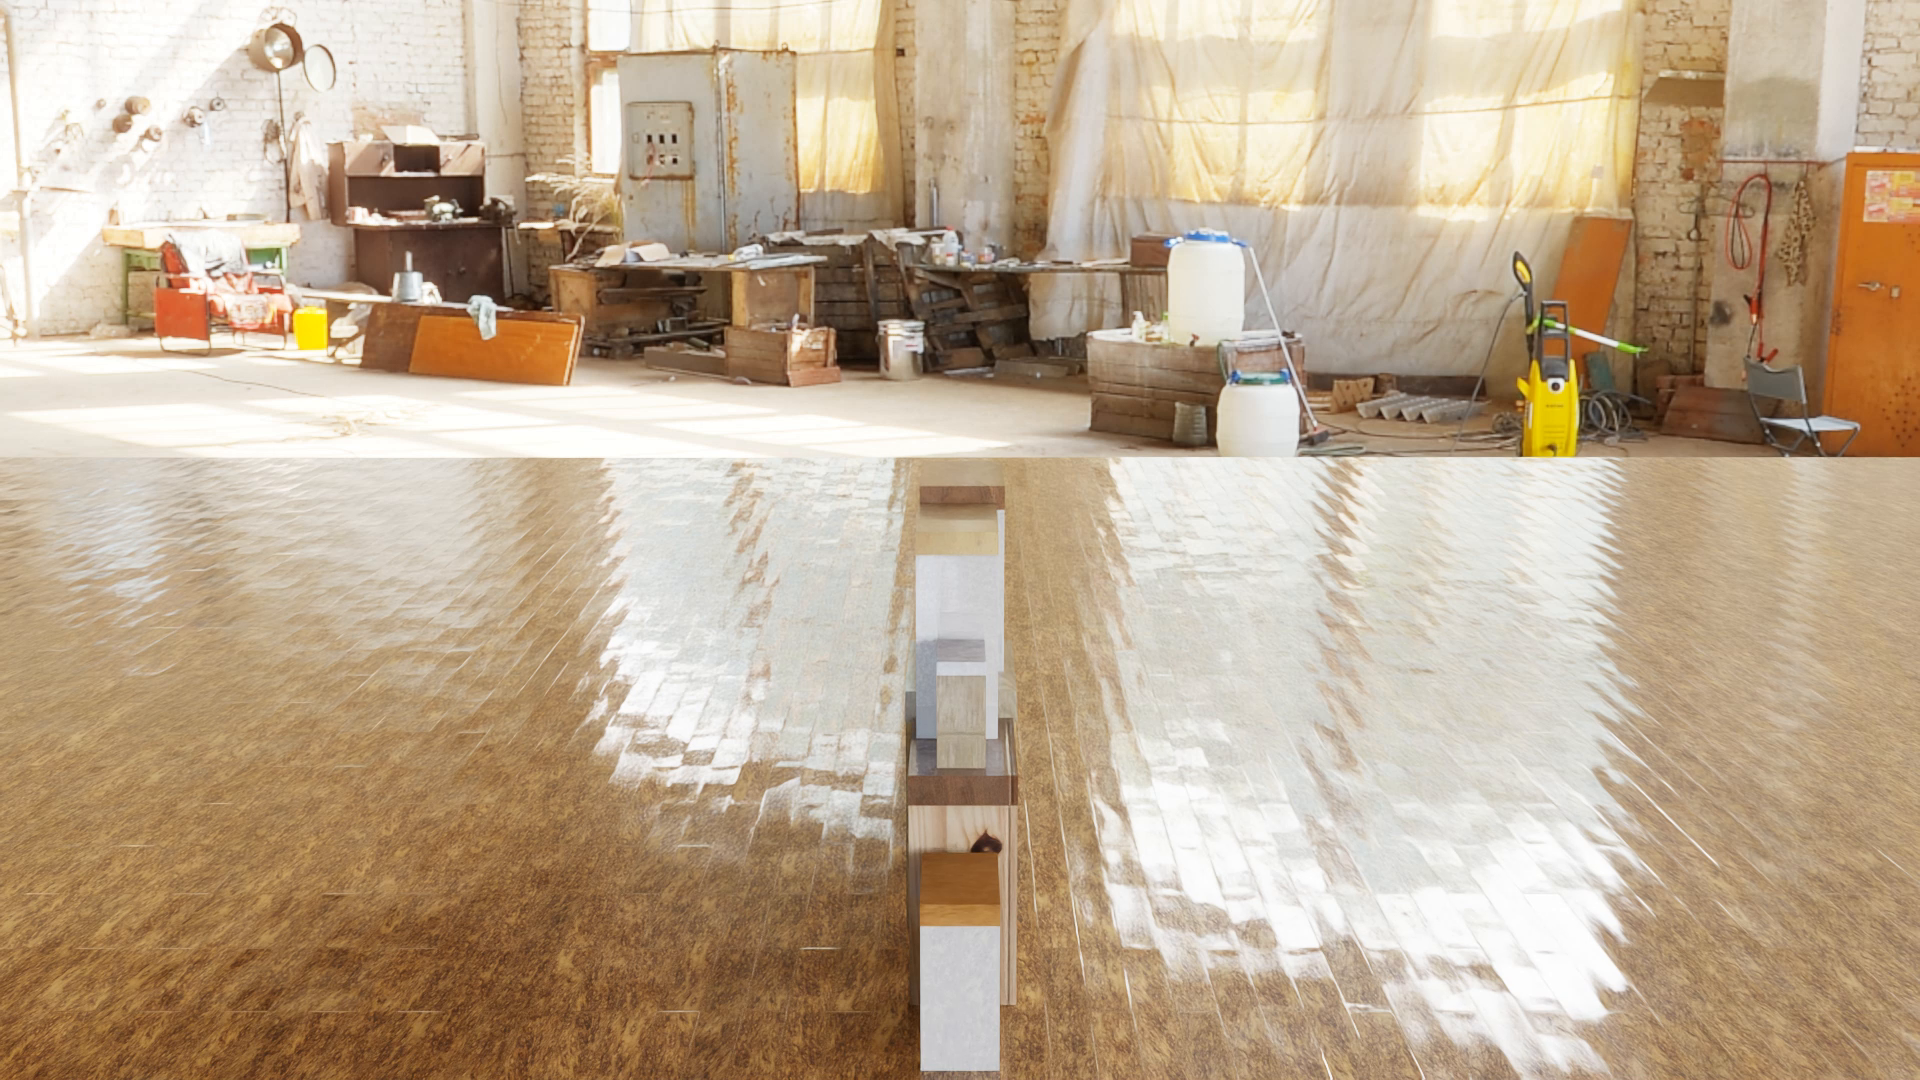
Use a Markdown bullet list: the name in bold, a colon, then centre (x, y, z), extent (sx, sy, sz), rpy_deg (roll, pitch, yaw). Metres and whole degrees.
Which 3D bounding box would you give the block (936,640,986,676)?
- **block**: centre (0.002, 0.169, 3.171), extent (0.070, 0.020, 0.139), rpy_deg (0, 11, 0)

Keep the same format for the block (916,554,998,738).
- **block**: centre (-0.004, 0.155, 3.286), extent (0.122, 0.285, 0.035), rpy_deg (0, 11, 0)

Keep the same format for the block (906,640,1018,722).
- **block**: centre (0.002, 0.227, 3.586), extent (0.174, 0.049, 0.347), rpy_deg (0, 11, 0)

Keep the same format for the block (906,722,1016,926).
- **block**: centre (0.002, 0.443, 3.508), extent (0.174, 0.347, 0.049), rpy_deg (0, 11, 0)

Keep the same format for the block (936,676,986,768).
- **block**: centre (0.002, 0.256, 3.140), extent (0.070, 0.139, 0.020), rpy_deg (0, 11, 0)

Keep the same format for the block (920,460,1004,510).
- **block**: centre (0.004, -0.091, 3.589), extent (0.134, 0.038, 0.268), rpy_deg (0, 11, 0)

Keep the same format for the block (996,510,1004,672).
- **block**: centre (0.003, 0.076, 3.529), extent (0.134, 0.268, 0.038), rpy_deg (0, 11, 0)

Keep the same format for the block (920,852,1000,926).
- **block**: centre (0.000, 0.478, 3.020), extent (0.107, 0.030, 0.213), rpy_deg (0, 11, 0)

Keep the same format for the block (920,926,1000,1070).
- **block**: centre (0.000, 0.611, 2.972), extent (0.107, 0.213, 0.030), rpy_deg (0, 11, 0)

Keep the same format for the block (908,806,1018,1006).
- **block**: centre (0.004, 0.520, 3.194), extent (0.156, 0.311, 0.044), rpy_deg (0, 11, 0)

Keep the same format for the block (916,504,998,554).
- **block**: centre (-0.004, -0.017, 3.337), extent (0.122, 0.035, 0.244), rpy_deg (0, 11, 0)

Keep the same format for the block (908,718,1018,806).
- **block**: centre (0.004, 0.326, 3.264), extent (0.156, 0.044, 0.311), rpy_deg (0, 11, 0)
